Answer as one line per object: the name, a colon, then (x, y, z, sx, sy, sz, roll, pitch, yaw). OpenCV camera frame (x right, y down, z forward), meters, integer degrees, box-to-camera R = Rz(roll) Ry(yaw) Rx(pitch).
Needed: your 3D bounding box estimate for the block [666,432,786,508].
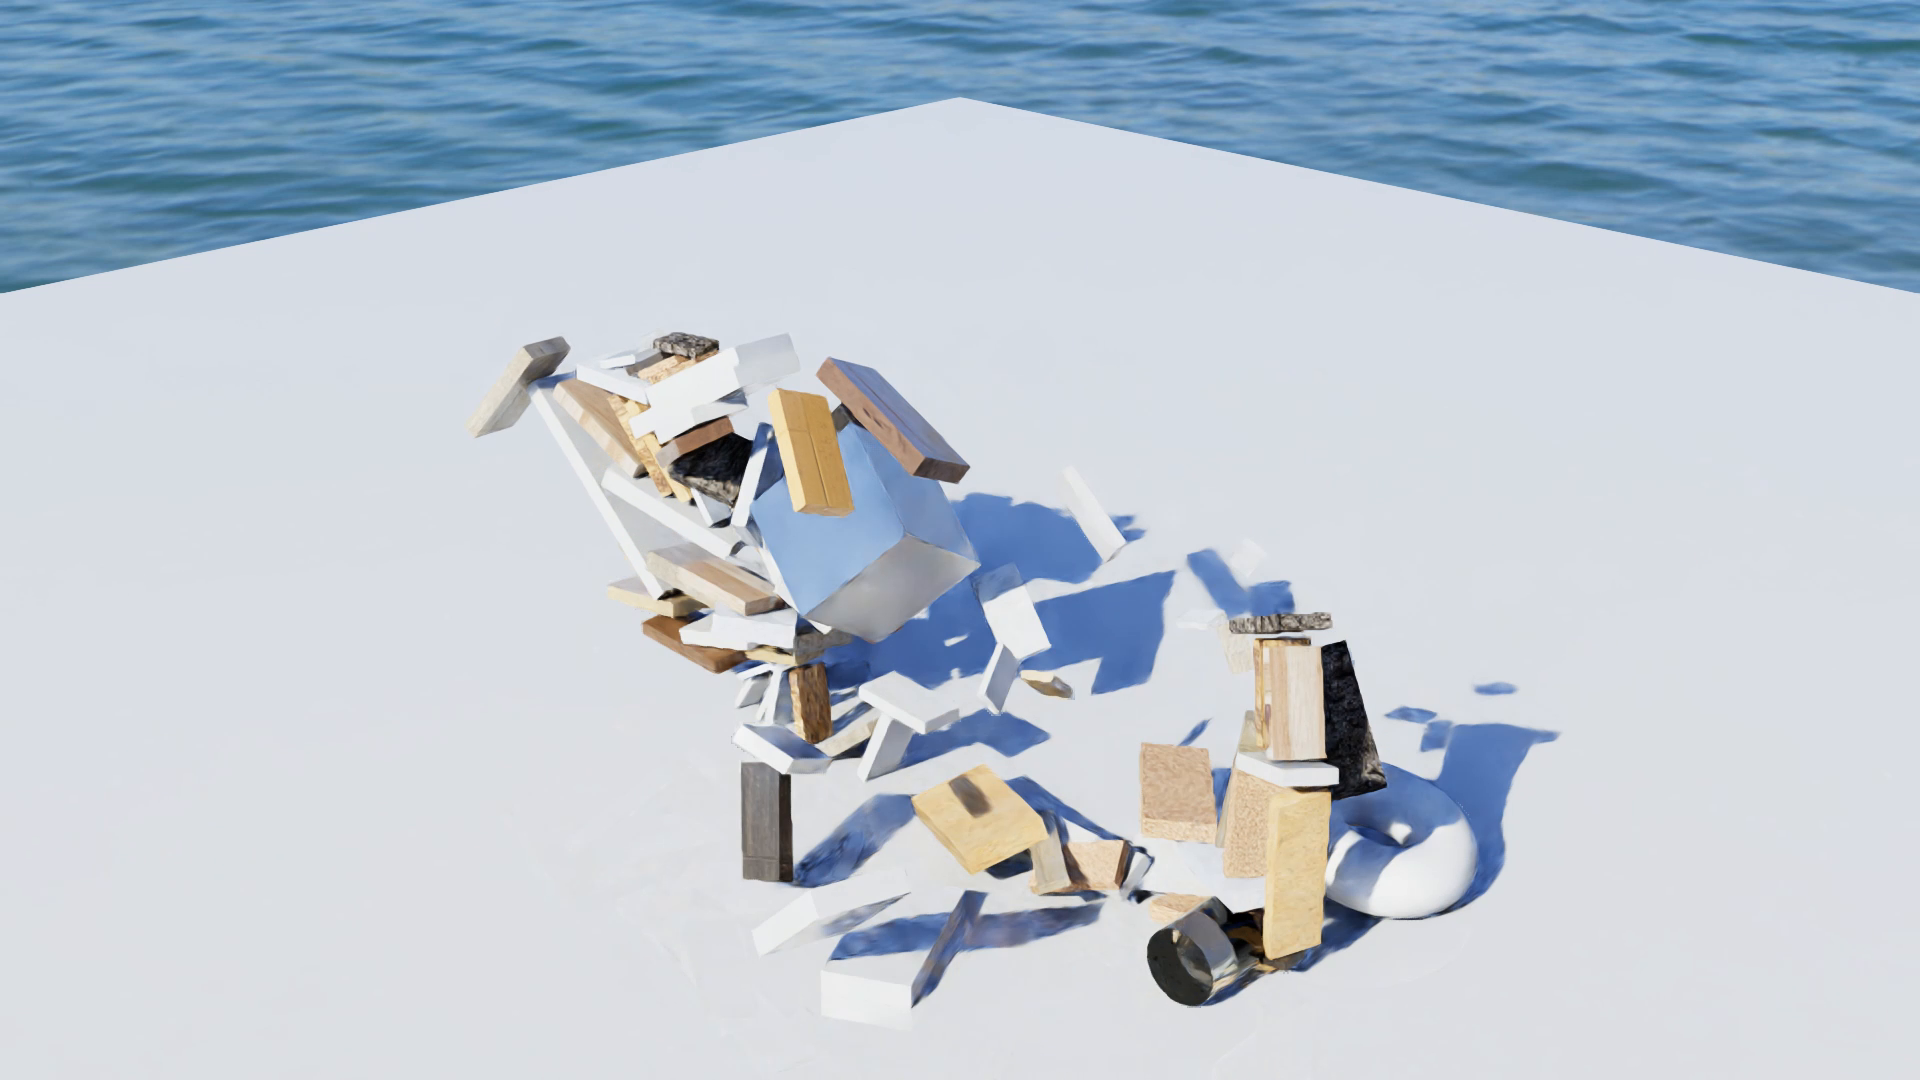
block: (-0.470, -0.142, 4.728, 0.286, 0.041, 0.143, 25, 67, 15)

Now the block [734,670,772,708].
block: (-0.455, 0.330, 4.855, 0.057, 0.113, 0.016, -17, 66, -34)

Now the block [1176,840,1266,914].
block: (0.497, 0.591, 3.964, 0.125, 0.035, 0.250, -9, 19, -16)

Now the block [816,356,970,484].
block: (-0.130, -0.231, 4.245, 0.312, 0.044, 0.156, 46, 20, 28)

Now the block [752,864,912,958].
block: (-0.217, 0.619, 3.657, 0.166, 0.047, 0.332, -12, -16, -26)

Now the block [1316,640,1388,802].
block: (0.669, 0.326, 3.926, 0.038, 0.268, 0.134, -10, -9, -32)

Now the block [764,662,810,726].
block: (-0.376, 0.331, 4.765, 0.024, 0.167, 0.084, 36, 39, 31)

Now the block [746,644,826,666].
block: (-0.376, 0.239, 4.732, 0.084, 0.024, 0.167, -21, 18, -41)

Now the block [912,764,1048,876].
block: (0.035, 0.542, 4.295, 0.166, 0.047, 0.332, -24, 19, -12)

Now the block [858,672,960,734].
block: (-0.104, 0.330, 4.469, 0.098, 0.028, 0.195, -21, 34, -40)

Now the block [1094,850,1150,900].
block: (0.266, 0.619, 4.170, 0.184, 0.026, 0.092, 10, 54, 49)

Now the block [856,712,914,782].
block: (-0.144, 0.412, 4.548, 0.098, 0.195, 0.028, -21, 56, -41)

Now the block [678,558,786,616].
block: (-0.477, 0.096, 4.592, 0.110, 0.031, 0.220, -13, 28, -44)

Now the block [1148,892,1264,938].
block: (0.479, 0.685, 4.029, 0.125, 0.035, 0.250, -18, 16, -37)

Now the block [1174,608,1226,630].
block: (0.430, 0.141, 3.930, 0.046, 0.013, 0.093, -33, 17, -26)

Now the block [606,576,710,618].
block: (-0.687, 0.126, 5.014, 0.232, 0.033, 0.116, 13, 21, 41)

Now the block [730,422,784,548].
block: (-0.419, -0.115, 4.617, 0.033, 0.235, 0.117, 8, -21, 16)

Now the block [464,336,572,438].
block: (-1.015, -0.350, 5.044, 0.039, 0.277, 0.139, 49, 32, 9)

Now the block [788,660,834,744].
block: (-0.319, 0.350, 4.716, 0.024, 0.167, 0.084, 8, 21, 42)

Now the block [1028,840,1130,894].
block: (0.223, 0.613, 4.124, 0.184, 0.026, 0.092, -8, 46, 31)

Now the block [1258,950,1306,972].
block: (0.552, 0.734, 3.923, 0.058, 0.017, 0.117, -25, 24, -39)

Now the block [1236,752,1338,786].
block: (0.554, 0.387, 3.735, 0.101, 0.029, 0.202, 0, 3, -15)

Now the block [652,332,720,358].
block: (-0.581, -0.415, 4.664, 0.136, 0.019, 0.068, 15, 30, 41)

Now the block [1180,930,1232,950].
block: (0.465, 0.716, 4.022, 0.058, 0.017, 0.117, -18, 17, -36)

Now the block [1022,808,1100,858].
block: (0.187, 0.584, 4.239, 0.092, 0.026, 0.184, -47, 34, -17)

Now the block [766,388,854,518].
block: (-0.284, -0.165, 4.182, 0.122, 0.245, 0.035, 6, -29, -44)

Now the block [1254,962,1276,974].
block: (0.527, 0.745, 3.969, 0.058, 0.017, 0.117, -20, 25, -39)

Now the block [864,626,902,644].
block: (-0.159, 0.127, 4.869, 0.028, 0.199, 0.099, 30, 38, 29)

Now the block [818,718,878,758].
block: (-0.207, 0.409, 4.615, 0.098, 0.028, 0.195, -21, -7, -41)

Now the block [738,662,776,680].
block: (-0.427, 0.279, 4.788, 0.113, 0.016, 0.057, -20, -1, 41)

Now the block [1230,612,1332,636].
block: (0.542, 0.142, 3.725, 0.095, 0.027, 0.189, -1, -4, -20)

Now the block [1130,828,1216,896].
block: (0.431, 0.606, 4.132, 0.250, 0.035, 0.125, 0, 40, 33)

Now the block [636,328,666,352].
block: (-0.662, -0.426, 4.815, 0.019, 0.066, 0.132, -48, 17, -21)

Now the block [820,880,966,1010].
block: (-0.117, 0.725, 3.992, 0.166, 0.047, 0.332, 7, 24, 16)

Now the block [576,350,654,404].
block: (-0.717, -0.359, 4.827, 0.248, 0.035, 0.124, 21, 33, 41)

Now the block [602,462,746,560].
block: (-0.610, -0.091, 4.903, 0.337, 0.048, 0.168, 31, 37, 10)

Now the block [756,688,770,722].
block: (-0.405, 0.347, 4.807, 0.057, 0.113, 0.016, -22, 62, -42)

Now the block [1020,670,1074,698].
block: (0.154, 0.254, 3.873, 0.058, 0.017, 0.117, 6, -16, 23)
